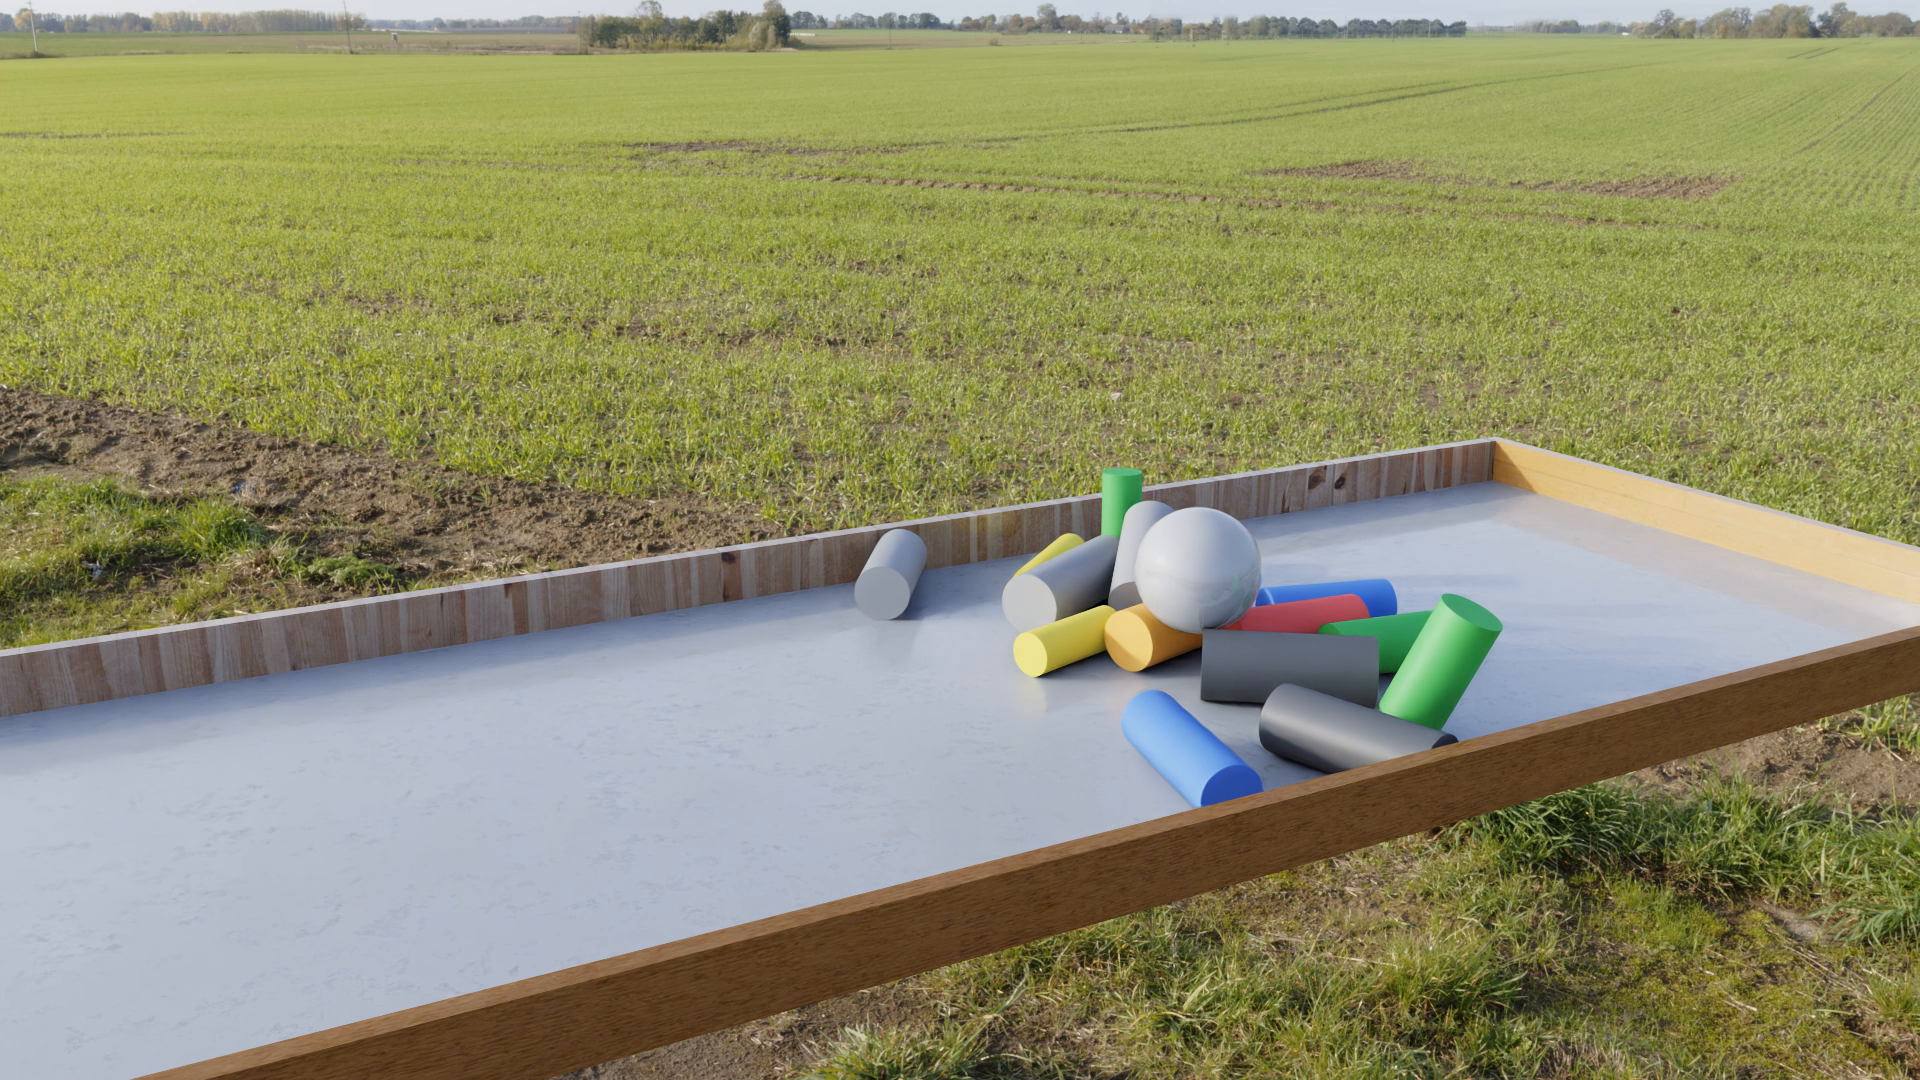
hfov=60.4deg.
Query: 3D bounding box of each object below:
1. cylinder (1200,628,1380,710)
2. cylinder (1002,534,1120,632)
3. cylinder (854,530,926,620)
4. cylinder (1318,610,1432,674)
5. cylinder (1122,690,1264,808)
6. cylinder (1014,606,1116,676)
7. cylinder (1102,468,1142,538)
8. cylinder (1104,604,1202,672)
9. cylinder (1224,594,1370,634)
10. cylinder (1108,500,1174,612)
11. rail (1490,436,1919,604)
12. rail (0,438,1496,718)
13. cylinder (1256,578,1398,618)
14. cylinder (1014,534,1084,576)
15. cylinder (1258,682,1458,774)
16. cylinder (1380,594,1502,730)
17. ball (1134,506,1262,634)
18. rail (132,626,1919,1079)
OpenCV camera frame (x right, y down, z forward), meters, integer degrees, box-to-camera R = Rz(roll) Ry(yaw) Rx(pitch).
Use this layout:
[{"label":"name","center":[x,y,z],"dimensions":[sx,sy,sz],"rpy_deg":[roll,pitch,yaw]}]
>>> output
[{"label":"cylinder","center":[0.793,0.311,3.990],"dimensions":[0.411,0.174,0.174],"rpy_deg":[2,17,8]},{"label":"cylinder","center":[0.312,0.121,4.636],"dimensions":[0.171,0.171,0.457],"rpy_deg":[10,19,32]},{"label":"cylinder","center":[-0.196,0.095,4.753],"dimensions":[0.157,0.157,0.379],"rpy_deg":[2,16,6]},{"label":"cylinder","center":[1.086,0.265,4.196],"dimensions":[0.331,0.145,0.145],"rpy_deg":[-6,17,-19]},{"label":"cylinder","center":[0.490,0.462,3.539],"dimensions":[0.138,0.138,0.429],"rpy_deg":[-5,17,-16]},{"label":"cylinder","center":[0.284,0.259,4.268],"dimensions":[0.115,0.115,0.302],"rpy_deg":[16,23,43]},{"label":"cylinder","center":[0.474,-0.033,4.849],"dimensions":[0.116,0.343,0.116],"rpy_deg":[0,14,0]},{"label":"cylinder","center":[0.573,0.218,4.331],"dimensions":[0.406,0.160,0.160],"rpy_deg":[-15,22,-42]},{"label":"cylinder","center":[0.863,0.238,4.273],"dimensions":[0.376,0.154,0.154],"rpy_deg":[-6,18,-21]},{"label":"cylinder","center":[0.520,0.065,4.617],"dimensions":[0.167,0.167,0.360],"rpy_deg":[3,39,12]},{"label":"rail","center":[2.466,-0.048,5.253],"dimensions":[0.050,0.150,2.100],"rpy_deg":[-9,18,-27]},{"label":"rail","center":[-3.305,0.497,3.399],"dimensions":[12.000,0.150,0.050],"rpy_deg":[-9,18,-27]},{"label":"cylinder","center":[0.993,0.186,4.477],"dimensions":[0.351,0.138,0.138],"rpy_deg":[-4,17,-13]},{"label":"cylinder","center":[0.270,0.081,4.891],"dimensions":[0.106,0.106,0.382],"rpy_deg":[6,18,21]},{"label":"cylinder","center":[0.860,0.440,3.572],"dimensions":[0.162,0.162,0.403],"rpy_deg":[-15,22,-41]},{"label":"cylinder","center":[1.099,0.289,3.778],"dimensions":[0.150,0.300,0.150],"rpy_deg":[20,23,-9]},{"label":"ball","center":[0.594,0.076,4.114],"dimensions":[0.318,0.318,0.318],"rpy_deg":[0,16,0]},{"label":"rail","center":[-2.336,1.006,1.665],"dimensions":[12.000,0.150,0.050],"rpy_deg":[-9,18,-27]}]
